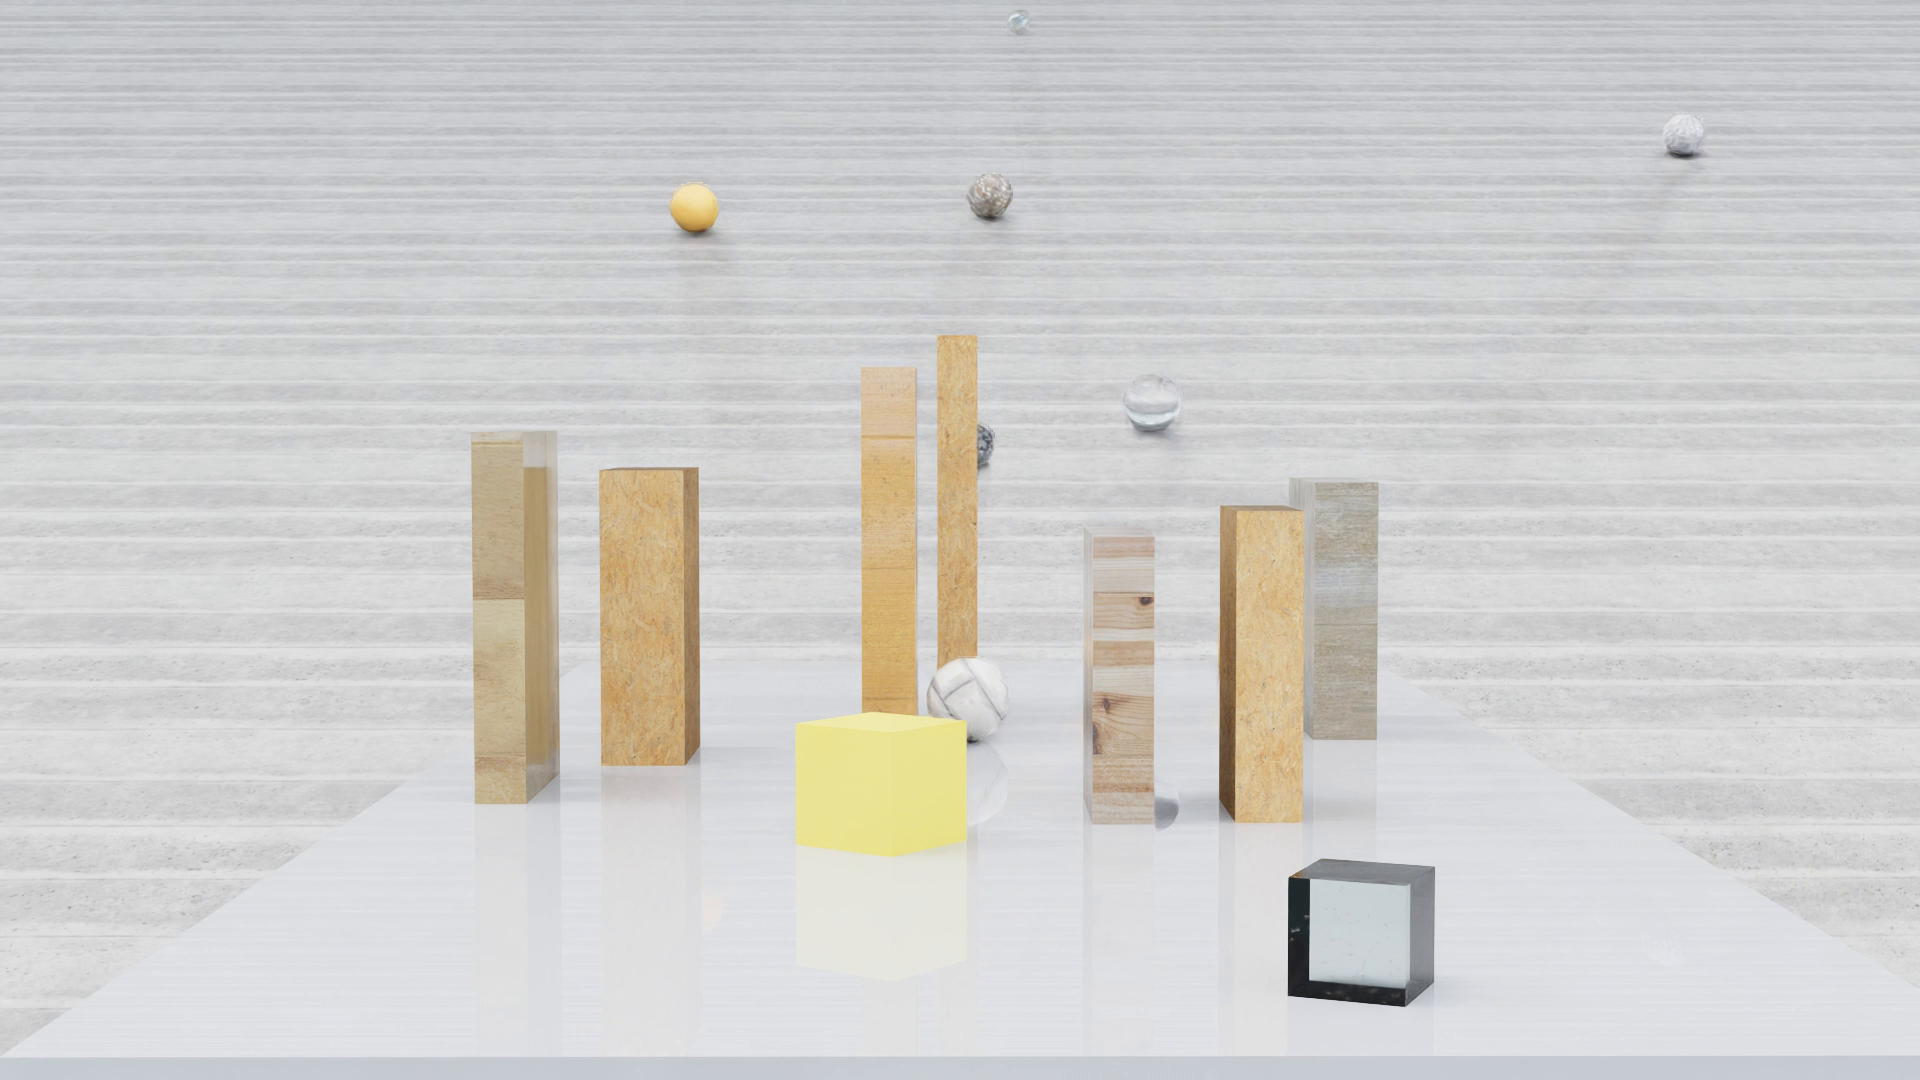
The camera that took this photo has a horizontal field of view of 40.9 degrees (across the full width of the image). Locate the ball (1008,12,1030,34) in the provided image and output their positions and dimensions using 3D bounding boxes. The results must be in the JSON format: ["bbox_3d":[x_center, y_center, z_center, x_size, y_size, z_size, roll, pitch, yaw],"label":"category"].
[{"bbox_3d":[0.336,-2.983,14.832,0.124,0.124,0.124,0,22,0],"label":"ball"}]

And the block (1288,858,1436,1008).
[{"bbox_3d":[0.441,0.429,2.822,0.130,0.130,0.130,1,3,24],"label":"block"}]

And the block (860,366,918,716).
[{"bbox_3d":[-0.137,0.022,5.056,0.102,0.718,0.310,0,3,0],"label":"block"}]

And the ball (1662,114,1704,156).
[{"bbox_3d":[3.381,-1.894,12.023,0.191,0.191,0.191,0,22,0],"label":"ball"}]

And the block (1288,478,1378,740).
[{"bbox_3d":[0.743,0.128,5.141,0.122,0.497,0.385,0,3,0],"label":"block"}]

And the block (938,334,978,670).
[{"bbox_3d":[-0.005,-0.026,5.339,0.081,0.787,0.356,0,3,0],"label":"block"}]

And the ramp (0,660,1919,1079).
[{"bbox_3d":[0.051,0.458,4.533,2.000,0.100,4.000,0,3,0],"label":"ramp"}]

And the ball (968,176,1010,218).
[{"bbox_3d":[0.124,-1.461,10.950,0.184,0.184,0.184,0,22,0],"label":"ball"}]

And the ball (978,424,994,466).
[{"bbox_3d":[0.042,-0.298,8.112,0.136,0.136,0.136,0,22,0],"label":"ball"}]

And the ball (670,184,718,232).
[{"bbox_3d":[-1.107,-1.384,10.739,0.199,0.199,0.199,0,22,0],"label":"ball"}]

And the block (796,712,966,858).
[{"bbox_3d":[-0.115,0.356,3.782,0.179,0.179,0.179,2,4,37],"label":"block"}]

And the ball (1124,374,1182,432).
[{"bbox_3d":[0.629,-0.451,8.422,0.190,0.190,0.190,0,22,0],"label":"ball"}]

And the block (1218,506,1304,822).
[{"bbox_3d":[0.476,0.190,4.078,0.104,0.481,0.249,0,3,0],"label":"block"}]

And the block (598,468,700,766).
[{"bbox_3d":[-0.568,0.133,4.733,0.150,0.529,0.280,0,3,0],"label":"block"}]

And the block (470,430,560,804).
[{"bbox_3d":[-0.744,0.118,4.322,0.083,0.601,0.357,0,3,0],"label":"block"}]

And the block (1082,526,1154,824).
[{"bbox_3d":[0.250,0.208,4.085,0.094,0.445,0.294,0,3,0],"label":"block"}]

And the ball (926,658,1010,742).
[{"bbox_3d":[0.016,0.307,4.950,0.161,0.161,0.161,0,22,0],"label":"ball"}]
